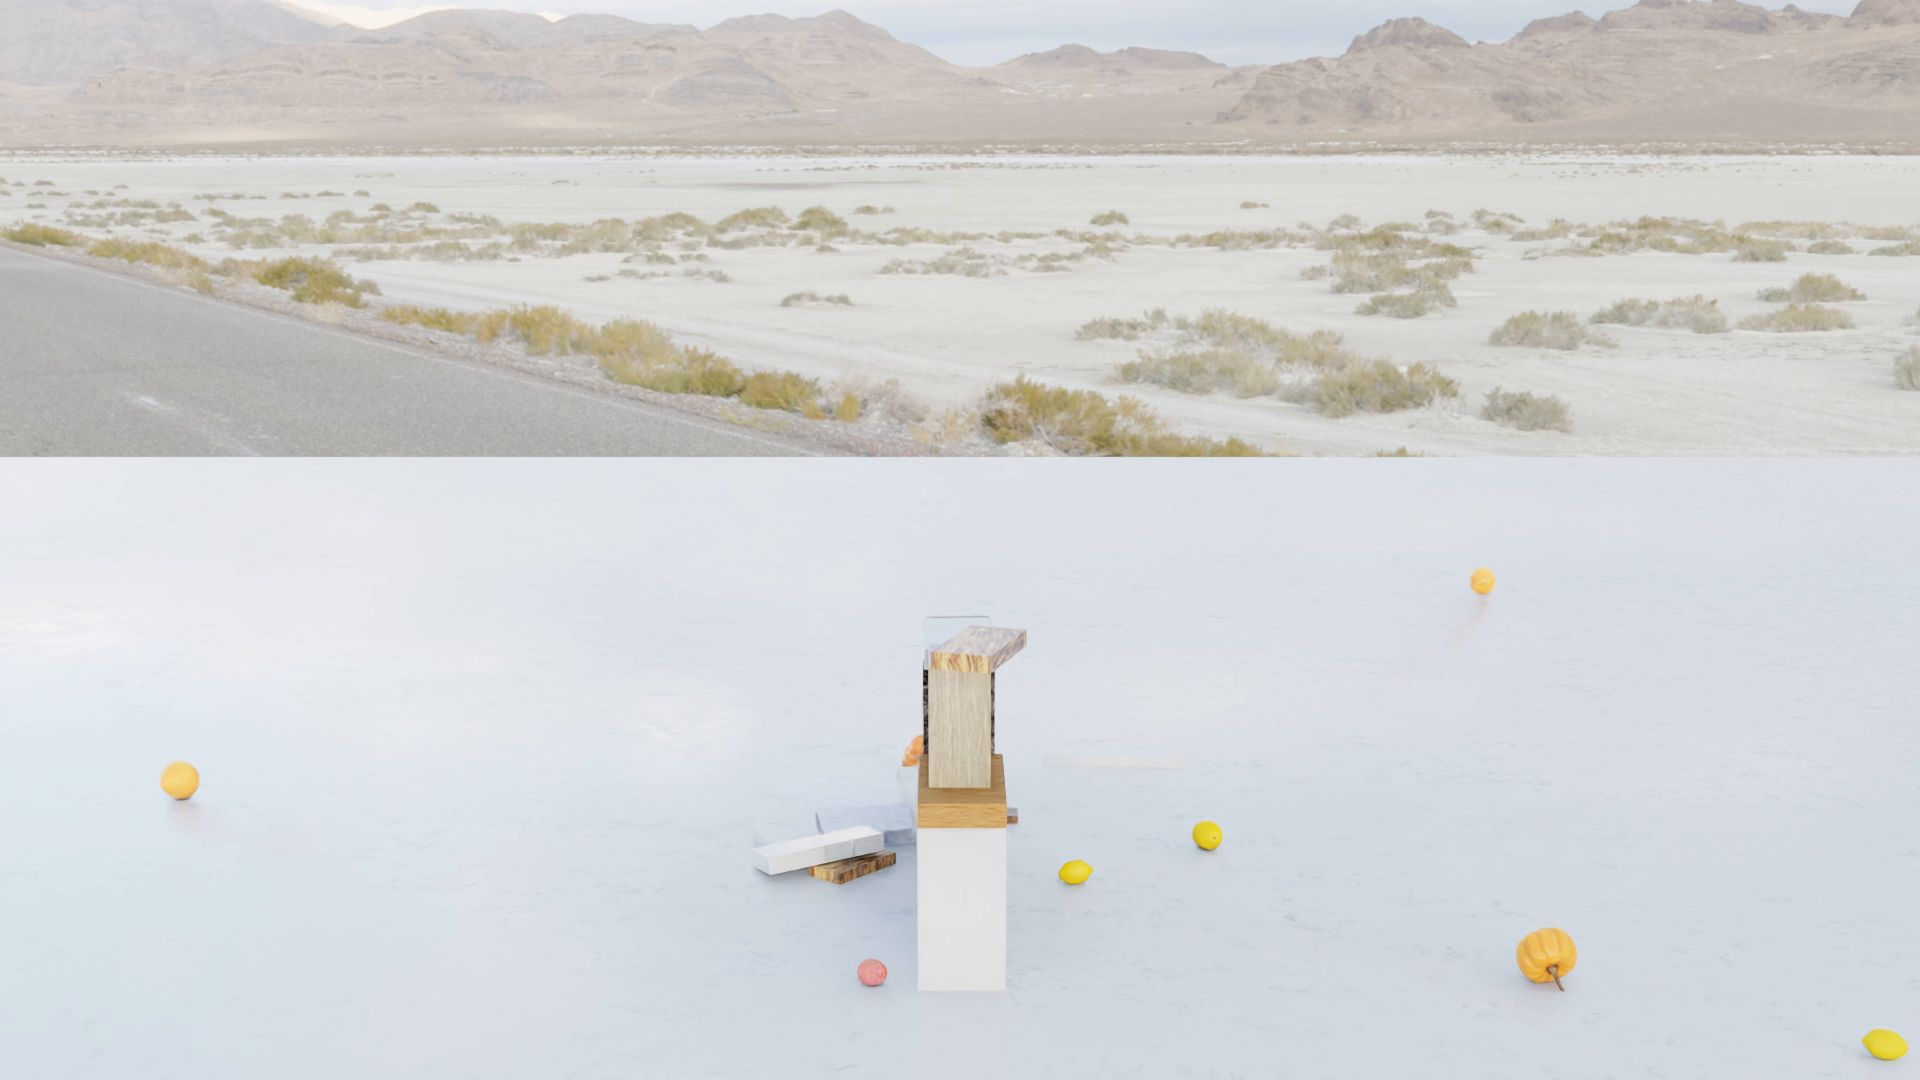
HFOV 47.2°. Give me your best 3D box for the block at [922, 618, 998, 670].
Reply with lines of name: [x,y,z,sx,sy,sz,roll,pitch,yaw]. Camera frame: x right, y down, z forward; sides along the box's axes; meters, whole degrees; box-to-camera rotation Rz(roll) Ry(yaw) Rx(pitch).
block: [-0.002,0.163,3.492,0.112,0.032,0.224,0,10,-2]

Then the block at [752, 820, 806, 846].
block: [-0.319,0.533,3.920,0.072,0.020,0.143,-4,11,-19]

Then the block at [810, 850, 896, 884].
block: [-0.184,0.558,3.786,0.072,0.020,0.143,9,14,39]

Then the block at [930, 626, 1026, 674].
block: [0.030,0.162,3.279,0.091,0.026,0.183,4,11,18]

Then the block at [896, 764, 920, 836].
block: [-0.036,0.477,3.953,0.111,0.031,0.222,-5,29,-13]

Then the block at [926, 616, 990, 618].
block: [-0.002,0.251,3.647,0.104,0.250,0.029,-1,13,-4]

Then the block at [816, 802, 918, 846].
block: [-0.149,0.513,3.956,0.208,0.029,0.104,-3,20,-12]

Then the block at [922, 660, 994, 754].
block: [-0.002,0.346,3.458,0.112,0.315,0.032,0,11,0]

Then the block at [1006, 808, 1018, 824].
block: [0.057,0.509,4.067,0.102,0.014,0.051,1,10,3]

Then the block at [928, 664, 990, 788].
block: [0.000,0.274,3.248,0.091,0.183,0.026,0,11,0]

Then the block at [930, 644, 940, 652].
block: [-0.001,0.252,3.369,0.091,0.183,0.026,0,10,0]

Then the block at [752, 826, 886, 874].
block: [-0.245,0.534,3.796,0.208,0.029,0.104,-9,4,-21]

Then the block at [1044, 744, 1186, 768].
block: [0.314,0.437,4.437,0.281,0.020,0.072,1,11,6]

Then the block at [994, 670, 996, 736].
block: [0.001,0.274,3.599,0.112,0.224,0.032,0,10,0]

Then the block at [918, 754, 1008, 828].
block: [0.002,0.375,3.305,0.130,0.037,0.259,0,11,0]

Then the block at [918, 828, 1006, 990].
block: [0.002,0.536,3.248,0.130,0.259,0.037,0,11,0]
